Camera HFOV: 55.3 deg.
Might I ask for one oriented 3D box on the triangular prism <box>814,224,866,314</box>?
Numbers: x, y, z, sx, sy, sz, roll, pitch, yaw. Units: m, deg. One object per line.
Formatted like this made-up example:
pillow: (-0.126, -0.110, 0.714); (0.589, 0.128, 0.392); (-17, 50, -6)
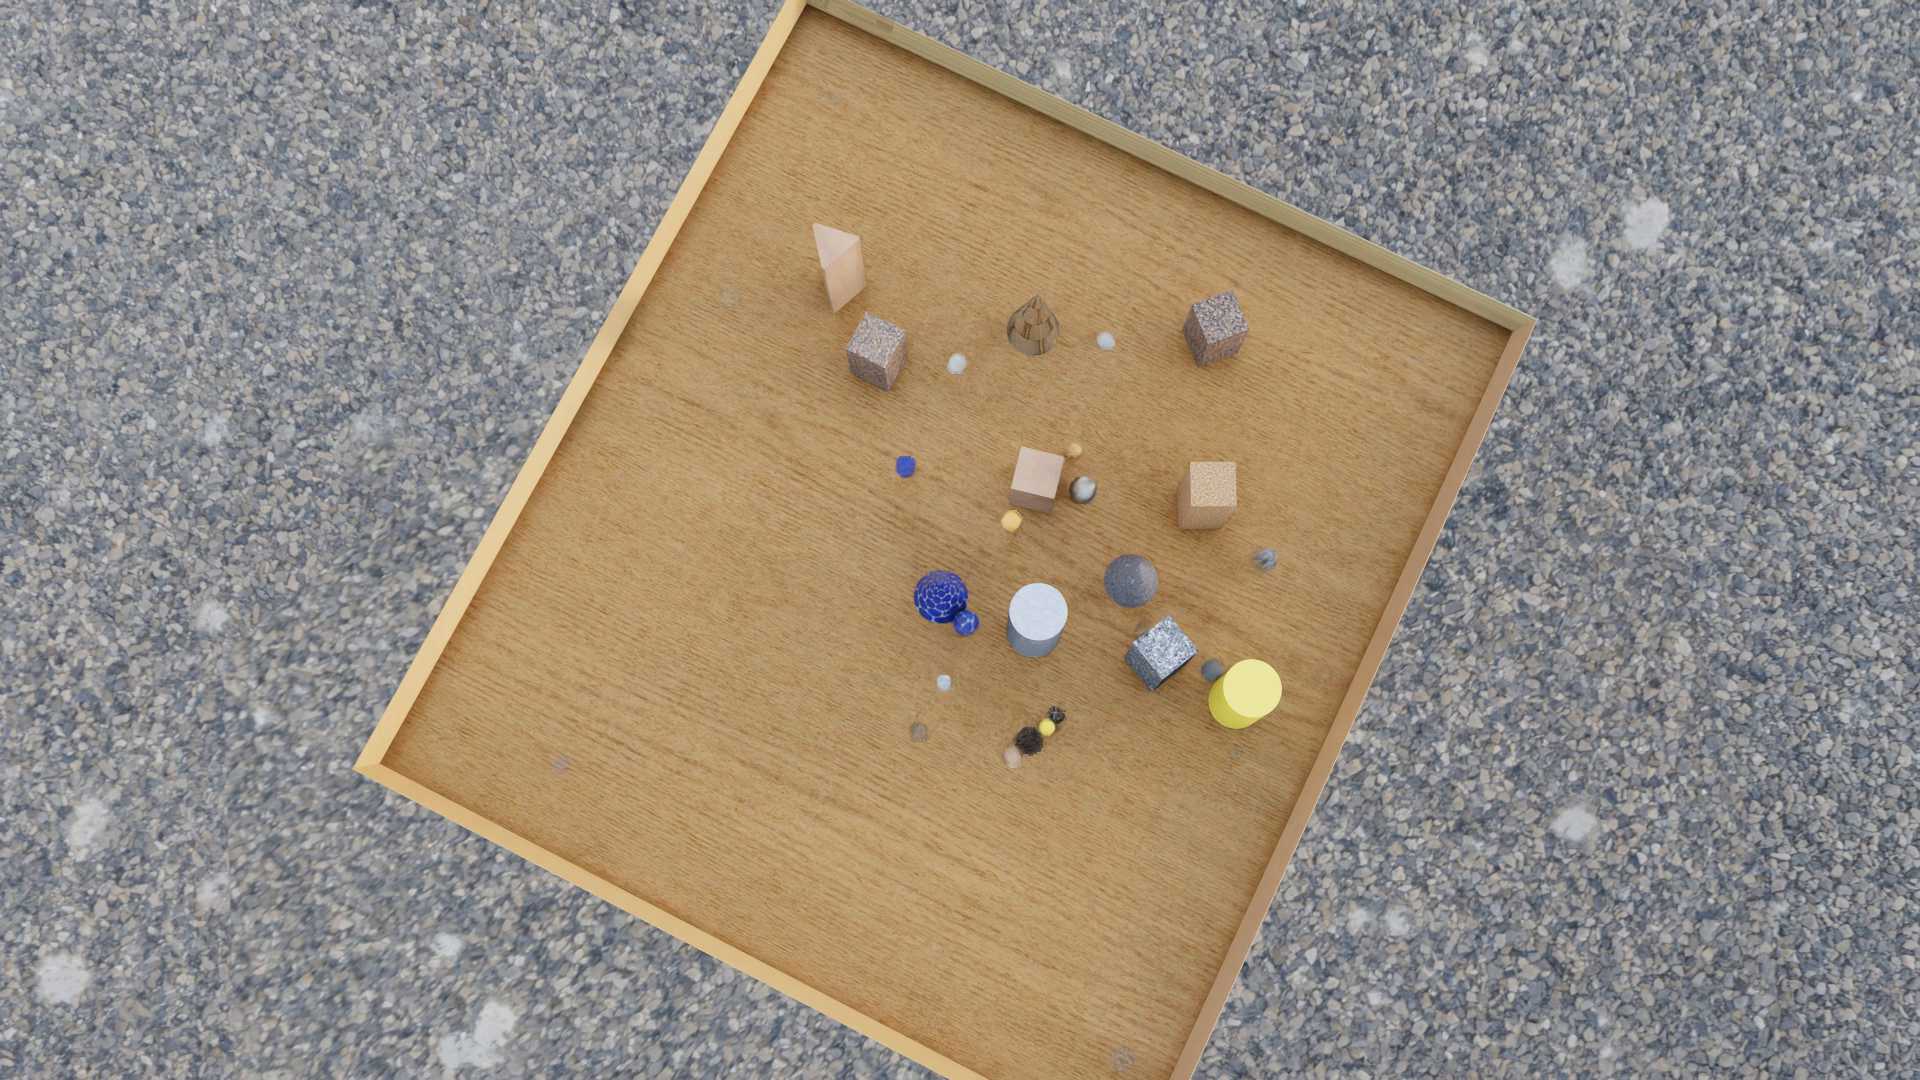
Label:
triangular prism: (-0.390, -0.845, 5.582); (0.144, 0.408, 0.124); (-42, 81, -8)

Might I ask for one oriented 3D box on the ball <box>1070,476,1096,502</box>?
ball: (0.376, -0.156, 5.606); (0.083, 0.083, 0.083); (0, 78, 0)

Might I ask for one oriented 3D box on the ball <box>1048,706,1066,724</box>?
ball: (0.291, 0.524, 5.483); (0.049, 0.049, 0.049); (0, 78, 0)

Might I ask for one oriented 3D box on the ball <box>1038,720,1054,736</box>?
ball: (0.259, 0.561, 5.476); (0.048, 0.048, 0.048); (0, 78, 0)

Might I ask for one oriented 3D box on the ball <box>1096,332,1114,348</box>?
ball: (0.452, -0.624, 5.718); (0.052, 0.052, 0.052); (0, 78, 0)

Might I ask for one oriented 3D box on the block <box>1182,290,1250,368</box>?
block: (0.783, -0.647, 5.627); (0.133, 0.239, 0.133); (-20, 79, -4)

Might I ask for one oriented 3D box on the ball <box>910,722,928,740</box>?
ball: (-0.121, 0.572, 5.471); (0.052, 0.052, 0.052); (0, 78, 0)

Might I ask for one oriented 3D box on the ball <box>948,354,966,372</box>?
ball: (-0.008, -0.550, 5.700); (0.057, 0.057, 0.057); (0, 78, 0)

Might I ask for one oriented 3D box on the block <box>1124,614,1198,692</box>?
block: (0.588, 0.337, 5.388); (0.133, 0.310, 0.133); (-37, 81, -7)

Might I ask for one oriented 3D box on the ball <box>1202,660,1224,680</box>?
ball: (0.760, 0.391, 5.502); (0.065, 0.065, 0.065); (0, 78, 0)

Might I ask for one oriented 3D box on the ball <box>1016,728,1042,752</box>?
ball: (0.205, 0.595, 5.455); (0.076, 0.076, 0.076); (0, 78, 0)

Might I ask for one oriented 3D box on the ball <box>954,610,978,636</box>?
ball: (0.017, 0.250, 5.526); (0.075, 0.075, 0.075); (0, 78, 0)

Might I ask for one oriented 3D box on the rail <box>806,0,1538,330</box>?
rail: (0.621, -1.212, 5.810); (2.568, 0.108, 0.045); (26, 80, 5)

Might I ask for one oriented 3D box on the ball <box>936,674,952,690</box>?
ball: (-0.048, 0.426, 5.506); (0.044, 0.044, 0.044); (0, 78, 0)

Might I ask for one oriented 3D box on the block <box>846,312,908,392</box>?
block: (-0.252, -0.574, 5.605); (0.133, 0.253, 0.133); (27, 80, 5)

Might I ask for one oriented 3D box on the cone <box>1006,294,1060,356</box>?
cone: (0.230, -0.693, 5.583); (0.166, 0.344, 0.166); (0, 78, 0)

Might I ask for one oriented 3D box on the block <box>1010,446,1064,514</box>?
block: (0.231, -0.179, 5.547); (0.133, 0.208, 0.133); (14, 79, 3)

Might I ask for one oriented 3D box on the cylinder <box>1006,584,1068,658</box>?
cylinder: (0.223, 0.239, 5.387); (0.166, 0.351, 0.166); (0, 78, 0)

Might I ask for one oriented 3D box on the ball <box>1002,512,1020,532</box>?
ball: (0.156, -0.057, 5.598); (0.059, 0.059, 0.059); (0, 78, 0)

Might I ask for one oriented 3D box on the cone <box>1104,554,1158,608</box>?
cone: (0.522, 0.098, 5.461); (0.166, 0.263, 0.166); (0, 78, 0)

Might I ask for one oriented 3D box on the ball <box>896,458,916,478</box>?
ball: (-0.167, -0.222, 5.630); (0.062, 0.062, 0.062); (0, 78, 0)

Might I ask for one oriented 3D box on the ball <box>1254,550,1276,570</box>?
ball: (0.926, 0.060, 5.571); (0.064, 0.064, 0.064); (0, 78, 0)

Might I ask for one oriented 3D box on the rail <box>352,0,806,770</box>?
rail: (-1.127, -0.546, 5.673); (0.045, 0.108, 2.827); (26, 80, 5)

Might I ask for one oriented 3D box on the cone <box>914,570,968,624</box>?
cone: (-0.058, 0.146, 5.454); (0.166, 0.257, 0.166); (0, 78, 0)

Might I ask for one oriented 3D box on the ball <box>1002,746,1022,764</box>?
ball: (0.156, 0.641, 5.455); (0.055, 0.055, 0.055); (0, 78, 0)

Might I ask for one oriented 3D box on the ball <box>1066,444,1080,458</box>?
ball: (0.348, -0.274, 5.649); (0.047, 0.047, 0.047); (0, 78, 0)

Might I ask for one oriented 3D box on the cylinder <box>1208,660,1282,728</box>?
cylinder: (0.830, 0.453, 5.359); (0.166, 0.320, 0.166); (0, 78, 0)

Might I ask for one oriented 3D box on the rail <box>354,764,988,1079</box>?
rail: (-0.621, 1.223, 5.308); (2.568, 0.108, 0.045); (26, 80, 5)

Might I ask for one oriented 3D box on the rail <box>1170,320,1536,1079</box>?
rail: (1.127, 0.558, 5.445); (0.045, 0.108, 2.827); (26, 80, 5)

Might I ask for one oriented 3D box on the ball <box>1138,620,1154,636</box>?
ball: (0.561, 0.269, 5.534); (0.052, 0.052, 0.052); (0, 78, 0)

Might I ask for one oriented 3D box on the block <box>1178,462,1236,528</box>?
block: (0.737, -0.131, 5.482); (0.133, 0.315, 0.133); (0, 78, 0)
